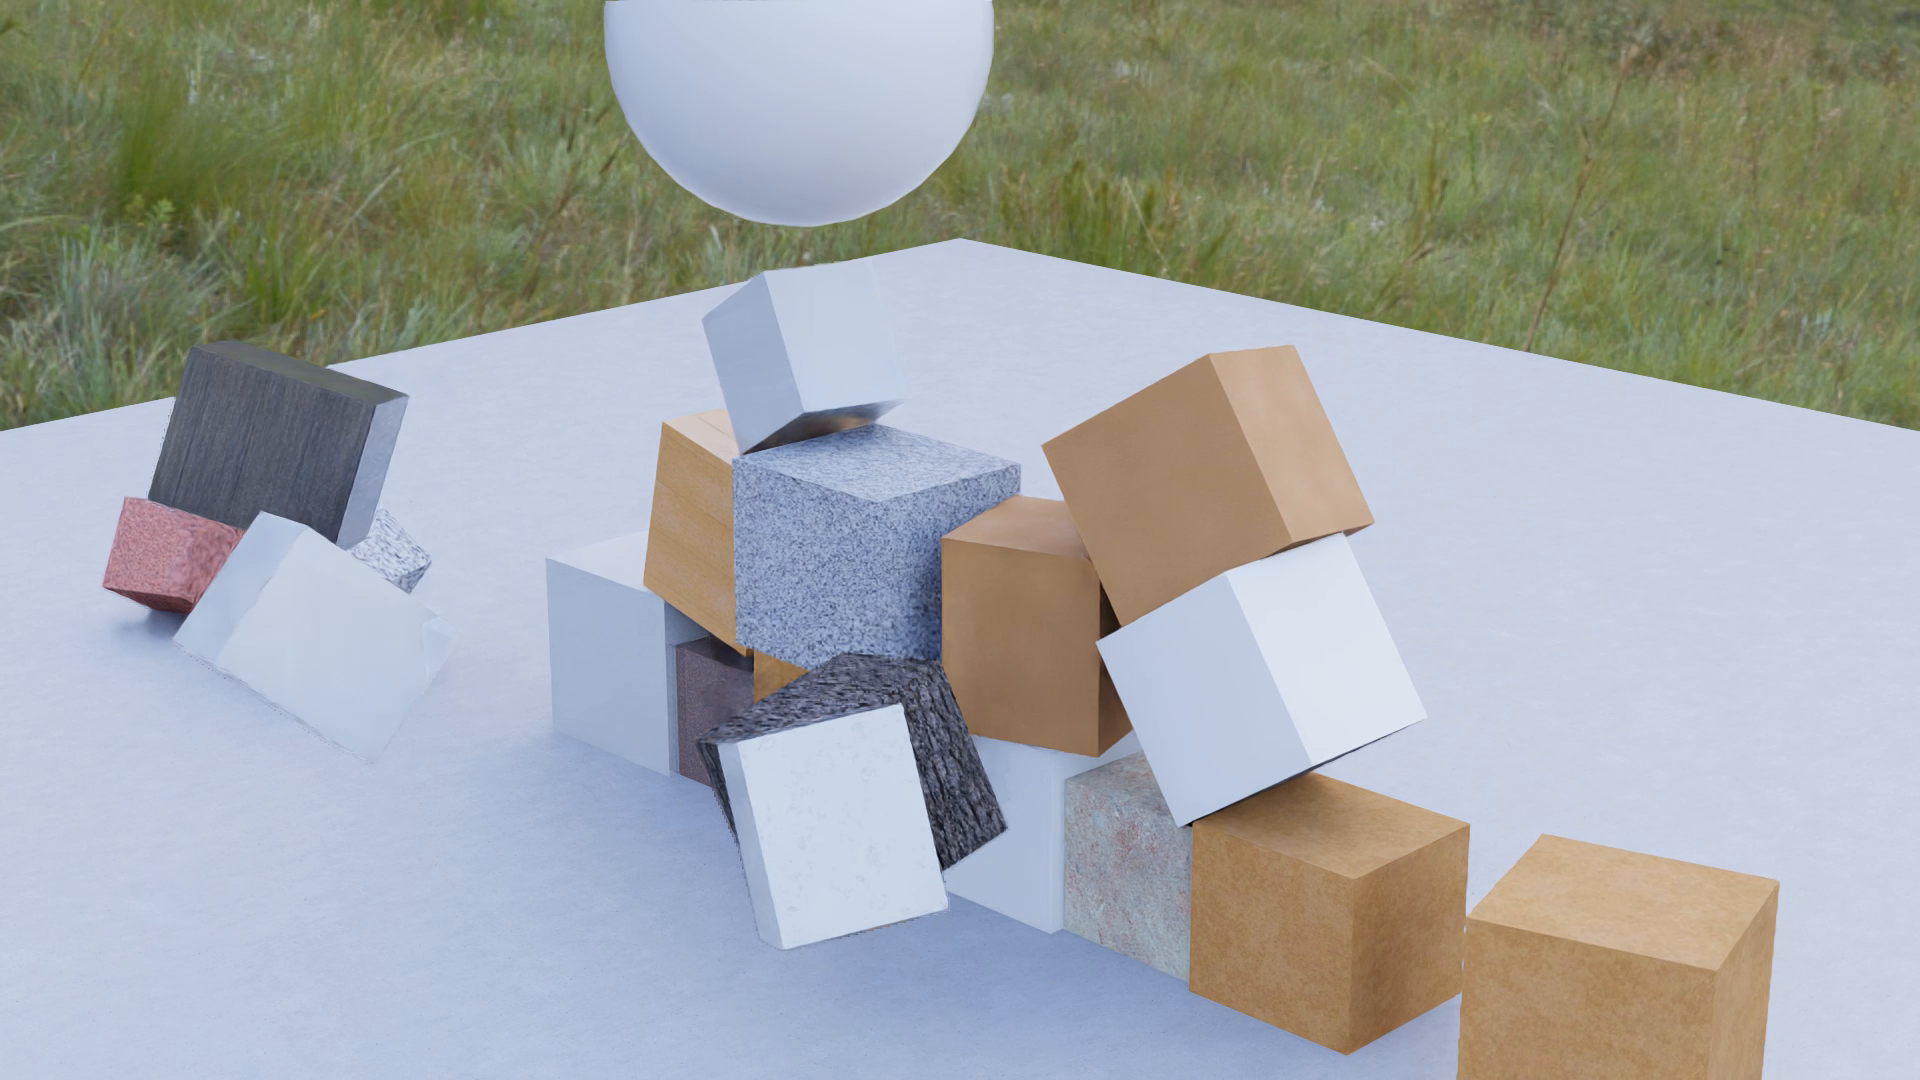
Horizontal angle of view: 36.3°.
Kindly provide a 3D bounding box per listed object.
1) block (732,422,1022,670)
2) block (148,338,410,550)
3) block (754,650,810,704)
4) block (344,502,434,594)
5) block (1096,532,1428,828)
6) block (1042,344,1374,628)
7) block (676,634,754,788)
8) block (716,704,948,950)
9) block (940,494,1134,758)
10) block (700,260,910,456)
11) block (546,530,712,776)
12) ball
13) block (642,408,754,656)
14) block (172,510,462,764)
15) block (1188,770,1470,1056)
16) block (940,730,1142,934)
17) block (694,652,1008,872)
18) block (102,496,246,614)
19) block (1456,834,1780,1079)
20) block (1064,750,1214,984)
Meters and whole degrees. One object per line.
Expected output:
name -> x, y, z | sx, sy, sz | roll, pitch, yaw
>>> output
block -> -0.380, 0.066, 13.417 | 0.886, 0.892, 0.972 | -16, 24, -41
block -> -3.156, -0.439, 13.650 | 0.874, 0.729, 0.764 | 18, 6, -1
block -> -0.272, 0.894, 13.885 | 0.965, 0.969, 1.007 | -17, 24, -42
block -> -3.473, 0.194, 16.086 | 0.669, 0.709, 0.648 | 46, 30, 8
block -> 1.248, 0.580, 12.183 | 0.760, 0.845, 0.835 | -17, -10, -43
block -> 1.051, -0.236, 12.371 | 0.877, 0.841, 0.824 | -28, -9, 31
block -> -0.874, 0.842, 14.536 | 0.759, 0.678, 0.721 | -17, 24, -42
block -> -0.491, 1.069, 11.064 | 0.628, 0.774, 0.654 | -13, -1, -12
block -> 0.419, 0.364, 12.915 | 0.755, 0.883, 0.730 | 9, 19, 25
block -> -0.729, -0.856, 13.783 | 0.597, 0.688, 0.621 | -10, -11, -36
block -> -1.471, 0.541, 15.064 | 0.943, 0.936, 0.873 | 17, 24, 42
ball -> -0.657, -2.084, 11.998 | 1.600, 1.600, 1.600 | 0, 17, 0
block -> -0.923, -0.089, 14.240 | 0.823, 0.889, 0.805 | -16, 36, -41
block -> -2.674, 0.398, 12.174 | 0.792, 0.654, 0.700 | 38, -12, -26
block -> 1.531, 1.531, 12.190 | 0.828, 0.769, 0.785 | 16, 24, 42
block -> 0.404, 1.151, 13.285 | 0.837, 0.839, 0.822 | -17, 24, -42
block -> -0.449, 1.004, 12.043 | 0.792, 0.771, 0.765 | -30, 17, -29
block -> -4.476, 0.105, 16.786 | 0.524, 0.536, 0.532 | 7, -13, 20
block -> 2.483, 1.788, 11.086 | 0.929, 0.942, 0.891 | 9, 20, 27
block -> 0.974, 1.379, 12.772 | 0.717, 0.710, 0.747 | -16, 23, -41
